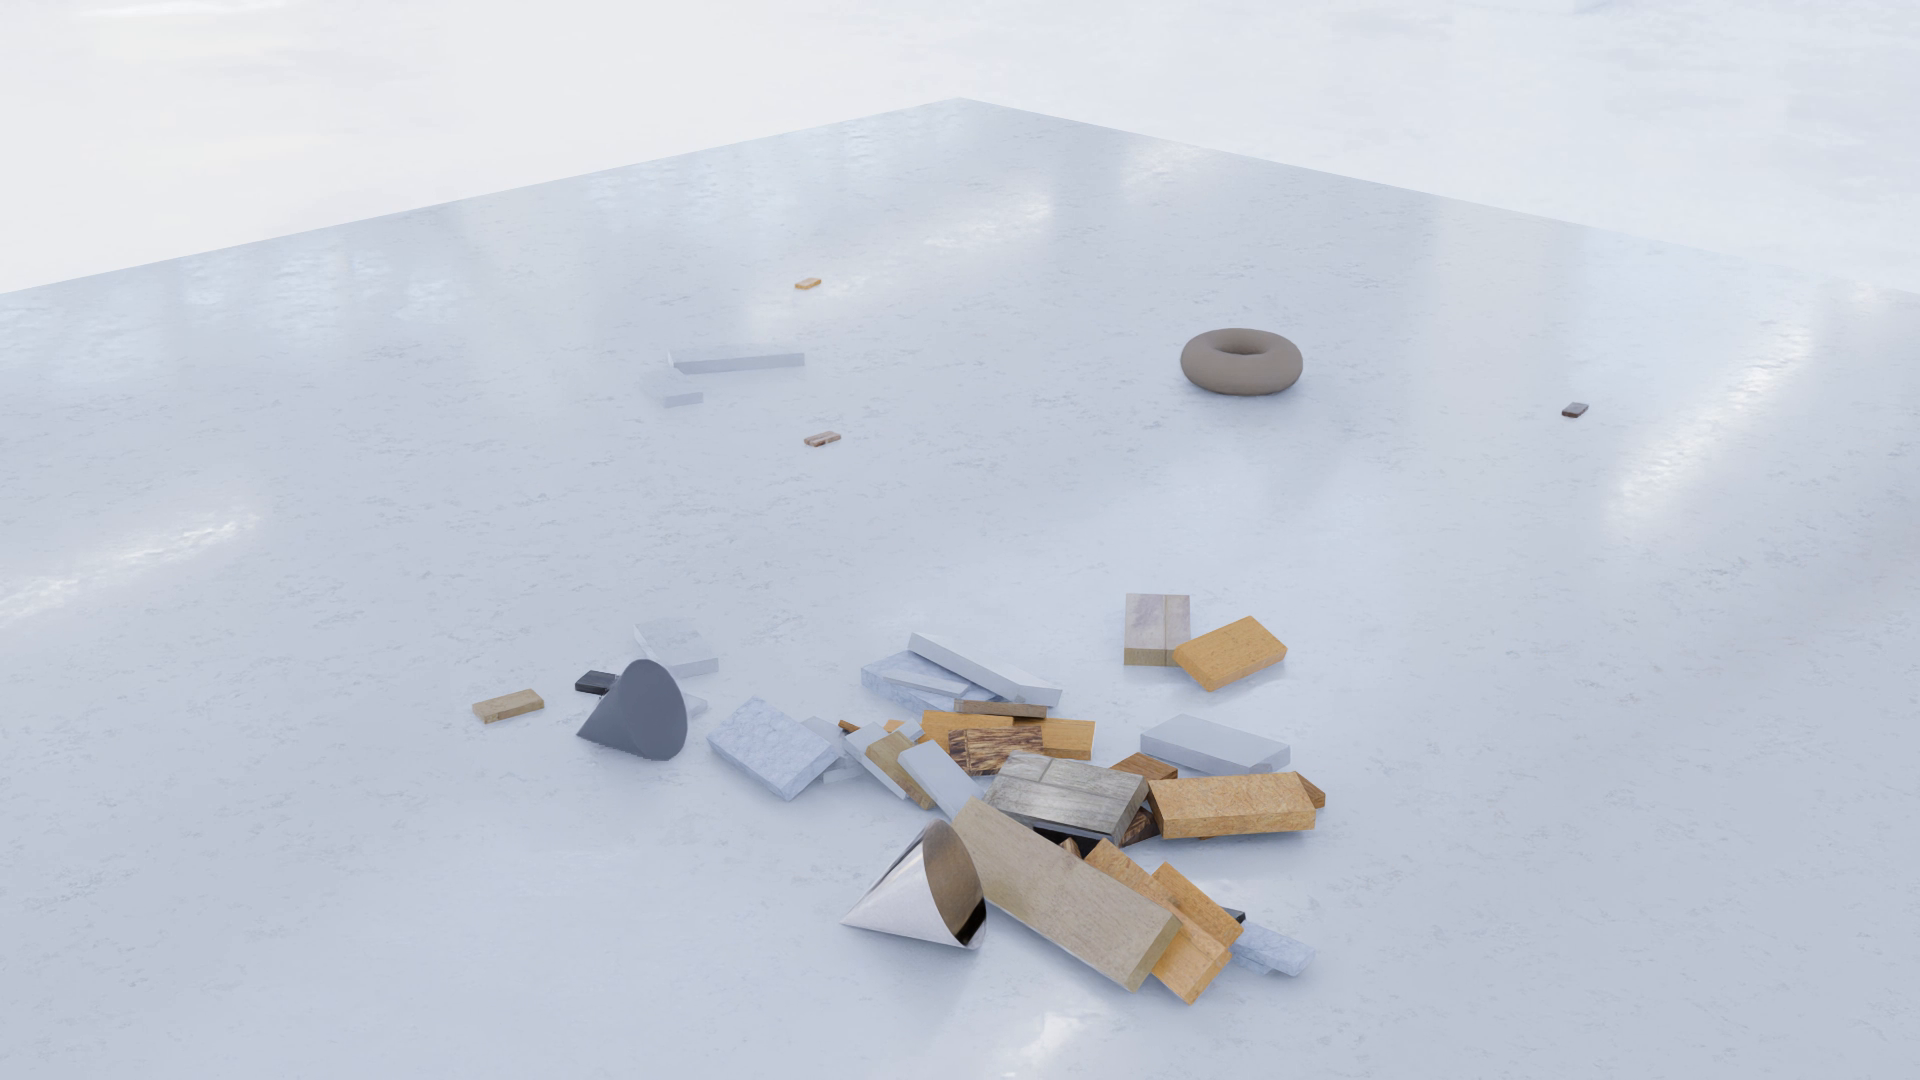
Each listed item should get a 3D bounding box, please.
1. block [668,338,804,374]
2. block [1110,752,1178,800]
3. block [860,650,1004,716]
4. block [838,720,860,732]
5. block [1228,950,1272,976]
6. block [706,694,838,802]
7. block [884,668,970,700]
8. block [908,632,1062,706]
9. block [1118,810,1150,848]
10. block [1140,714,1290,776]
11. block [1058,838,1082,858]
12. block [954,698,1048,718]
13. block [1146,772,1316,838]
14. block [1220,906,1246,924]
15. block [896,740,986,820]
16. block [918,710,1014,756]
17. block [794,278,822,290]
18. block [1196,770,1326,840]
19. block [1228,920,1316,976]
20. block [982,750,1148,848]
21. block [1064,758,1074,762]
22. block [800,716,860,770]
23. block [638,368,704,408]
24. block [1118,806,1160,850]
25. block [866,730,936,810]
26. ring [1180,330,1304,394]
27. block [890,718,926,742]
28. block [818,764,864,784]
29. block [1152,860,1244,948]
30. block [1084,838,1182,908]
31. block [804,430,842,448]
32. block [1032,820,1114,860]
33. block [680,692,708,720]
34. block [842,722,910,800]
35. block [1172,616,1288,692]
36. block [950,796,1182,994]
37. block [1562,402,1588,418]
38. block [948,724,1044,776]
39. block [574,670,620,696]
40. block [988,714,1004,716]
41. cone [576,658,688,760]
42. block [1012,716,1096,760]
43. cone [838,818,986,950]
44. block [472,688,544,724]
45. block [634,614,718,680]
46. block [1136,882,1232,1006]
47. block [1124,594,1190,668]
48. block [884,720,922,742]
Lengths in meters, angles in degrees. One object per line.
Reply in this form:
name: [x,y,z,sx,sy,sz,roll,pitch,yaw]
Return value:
block: [-0.723,-0.592,7.099,0.422,0.044,0.154,-6,24,-13]
block: [0.333,0.499,4.467,0.107,0.030,0.213,20,31,40]
block: [-0.064,0.333,4.921,0.154,0.044,0.308,-19,30,-38]
block: [-0.207,0.412,4.690,0.054,0.015,0.109,19,-8,38]
block: [0.510,0.739,3.992,0.149,0.021,0.074,20,30,39]
block: [-0.396,0.434,4.612,0.143,0.041,0.286,-41,39,-20]
block: [-0.075,0.319,4.881,0.191,0.013,0.047,11,25,25]
block: [0.053,0.290,4.957,0.143,0.041,0.360,10,10,-46]
block: [0.302,0.578,4.311,0.139,0.015,0.054,-34,39,-18]
block: [0.537,0.439,4.634,0.286,0.041,0.143,14,24,42]
block: [0.200,0.637,4.152,0.079,0.022,0.157,-35,30,10]
block: [0.086,0.363,4.745,0.185,0.026,0.092,5,-3,-12]
block: [0.539,0.528,4.383,0.305,0.043,0.153,-3,24,-7]
block: [0.445,0.696,4.051,0.149,0.021,0.074,5,20,45]
block: [-0.035,0.489,4.488,0.092,0.026,0.184,-18,50,-40]
block: [0.013,0.418,4.674,0.193,0.027,0.097,4,58,10]
block: [-0.547,-0.924,7.921,0.050,0.014,0.100,13,26,27]
block: [0.586,0.537,4.457,0.298,0.030,0.107,-11,25,-25]
block: [0.556,0.733,3.952,0.148,0.021,0.074,17,28,35]
block: [0.206,0.513,4.384,0.305,0.043,0.153,8,47,33]
block: [0.181,0.475,4.573,0.108,0.054,0.015,-2,59,-4]
block: [-0.275,0.428,4.650,0.186,0.026,0.093,19,29,37]
block: [-0.899,-0.473,6.830,0.126,0.036,0.253,-11,25,-23]
block: [0.299,0.548,4.430,0.107,0.030,0.213,-15,27,-30]
block: [-0.098,0.473,4.523,0.185,0.026,0.092,40,40,26]
ring: [0.887,-0.561,6.923,0.386,0.129,0.386,0,24,0]
block: [-0.131,0.426,4.673,0.109,0.015,0.054,-36,31,-7]
block: [-0.284,0.454,4.657,0.093,0.026,0.186,-11,25,-25]
block: [0.406,0.689,4.014,0.116,0.033,0.231,-45,35,-7]
block: [0.300,0.655,4.090,0.116,0.033,0.231,-47,36,-6]
block: [-0.403,-0.296,6.441,0.100,0.014,0.050,-20,30,-39]
block: [0.218,0.598,4.251,0.158,0.079,0.022,9,25,20]
block: [-0.637,0.360,4.887,0.140,0.020,0.070,15,27,32]
block: [-0.148,0.458,4.568,0.186,0.026,0.093,38,40,26]
block: [0.621,0.260,5.049,0.253,0.036,0.126,-19,50,-38]
block: [0.165,0.647,4.068,0.549,0.043,0.153,25,73,45]
block: [1.866,-0.394,6.673,0.050,0.014,0.100,15,27,31]
block: [0.077,0.442,4.613,0.196,0.027,0.097,-3,59,-4]
block: [-0.789,0.328,4.963,0.140,0.020,0.070,8,24,19]
block: [0.084,0.391,4.788,0.047,0.013,0.094,6,32,-19]
cone: [-0.742,0.390,4.714,0.222,0.222,0.222,-19,13,28]
block: [0.189,0.422,4.703,0.194,0.027,0.097,4,36,8]
cone: [-0.118,0.668,4.044,0.247,0.247,0.247,-22,17,18]
block: [-1.000,0.368,4.868,0.140,0.020,0.070,-15,27,-31]
block: [-0.663,0.250,5.125,0.126,0.036,0.253,-10,25,-22]
block: [0.367,0.717,3.921,0.116,0.033,0.231,-48,43,-7]
block: [0.467,0.211,5.207,0.154,0.044,0.308,2,23,4]
block: [-0.110,0.414,4.764,0.109,0.015,0.054,7,24,16]
